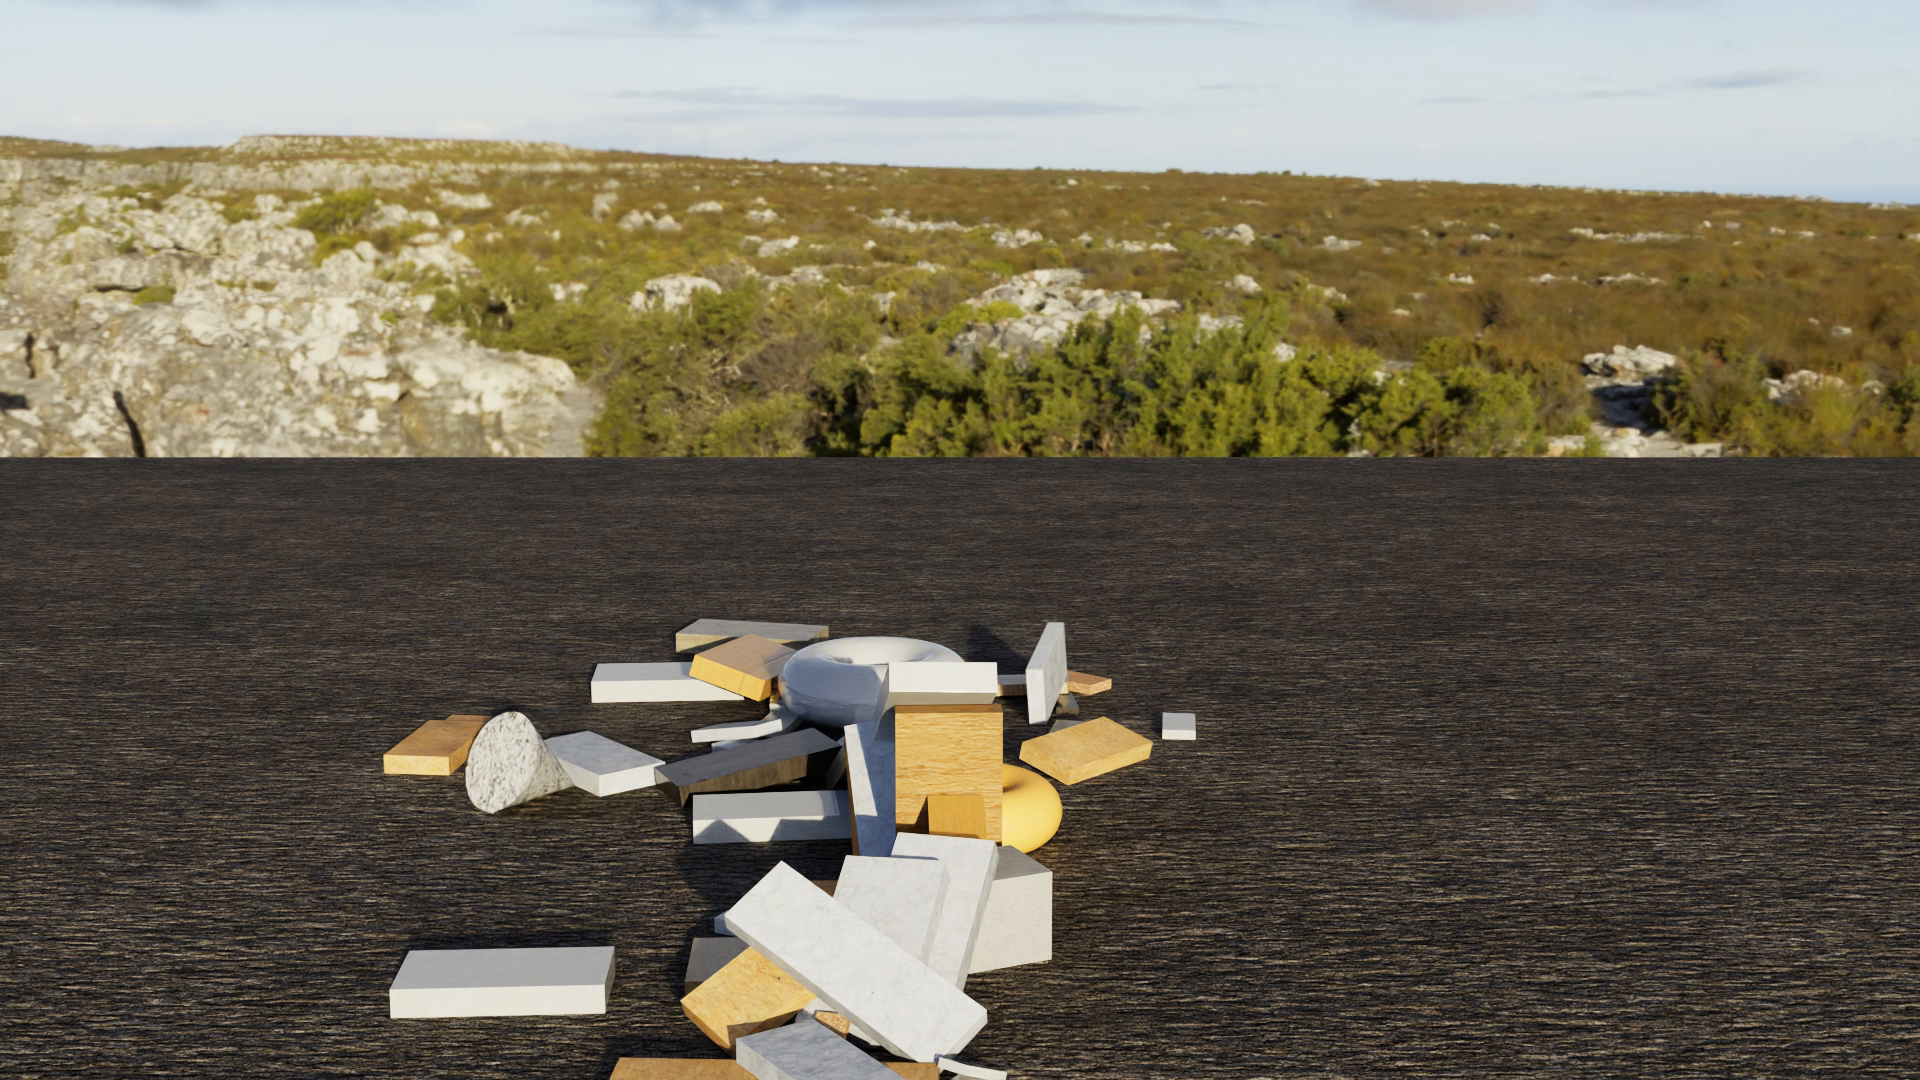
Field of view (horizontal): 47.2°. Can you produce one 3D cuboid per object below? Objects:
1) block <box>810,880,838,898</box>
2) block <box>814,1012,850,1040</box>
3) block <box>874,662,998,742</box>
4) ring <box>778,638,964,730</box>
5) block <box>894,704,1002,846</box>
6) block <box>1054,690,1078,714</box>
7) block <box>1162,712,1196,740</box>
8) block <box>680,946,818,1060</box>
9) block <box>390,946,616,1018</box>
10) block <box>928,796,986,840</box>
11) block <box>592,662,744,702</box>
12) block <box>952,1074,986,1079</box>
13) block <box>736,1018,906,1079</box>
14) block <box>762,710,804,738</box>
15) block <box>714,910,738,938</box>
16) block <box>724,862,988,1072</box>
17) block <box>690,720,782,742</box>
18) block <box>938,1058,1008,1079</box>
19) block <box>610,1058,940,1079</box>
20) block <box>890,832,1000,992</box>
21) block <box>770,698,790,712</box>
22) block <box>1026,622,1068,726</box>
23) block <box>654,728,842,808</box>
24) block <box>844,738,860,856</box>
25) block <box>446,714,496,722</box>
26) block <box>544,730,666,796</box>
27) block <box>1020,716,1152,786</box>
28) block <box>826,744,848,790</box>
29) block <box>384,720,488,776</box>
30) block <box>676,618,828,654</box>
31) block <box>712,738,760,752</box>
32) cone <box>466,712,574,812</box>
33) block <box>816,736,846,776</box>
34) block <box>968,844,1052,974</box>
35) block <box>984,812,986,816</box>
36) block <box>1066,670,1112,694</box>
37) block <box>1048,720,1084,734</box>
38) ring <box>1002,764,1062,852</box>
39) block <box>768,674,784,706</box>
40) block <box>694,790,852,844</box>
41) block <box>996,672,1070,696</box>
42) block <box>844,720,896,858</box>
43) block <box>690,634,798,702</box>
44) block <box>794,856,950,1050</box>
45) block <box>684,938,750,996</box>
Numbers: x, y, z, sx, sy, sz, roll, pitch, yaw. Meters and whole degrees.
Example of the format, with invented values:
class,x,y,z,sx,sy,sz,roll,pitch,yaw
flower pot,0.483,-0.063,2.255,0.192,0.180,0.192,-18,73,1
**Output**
class,x,y,z,sx,sy,sz,roll,pitch,yaw
block,-0.216,0.592,3.422,0.132,0.037,0.265,-1,11,-4
block,-0.183,0.686,2.996,0.047,0.013,0.094,2,40,13
block,-0.045,0.270,3.629,0.171,0.048,0.342,1,-18,-6
ring,-0.182,0.308,4.735,0.419,0.140,0.419,0,10,0
block,-0.018,0.438,3.551,0.171,0.342,0.048,0,12,-2
block,0.229,0.359,4.871,0.050,0.014,0.142,-1,11,-5
block,0.464,0.395,4.666,0.069,0.020,0.138,1,11,5
block,-0.261,0.616,3.083,0.236,0.033,0.118,-35,46,-26
block,-0.668,0.649,3.233,0.305,0.043,0.153,-1,11,-3
block,-0.004,0.456,3.438,0.089,0.025,0.177,0,24,-2
block,-0.658,0.321,4.988,0.337,0.048,0.168,-1,11,-4
block,0.030,0.726,2.899,0.094,0.013,0.047,6,12,29
block,-0.182,0.687,2.848,0.118,0.033,0.236,-7,13,-33
block,-0.386,0.392,4.683,0.069,0.020,0.138,2,11,12
block,-0.264,0.615,3.470,0.240,0.024,0.086,6,12,28
block,-0.147,0.592,3.041,0.382,0.033,0.118,31,56,27
block,-0.462,0.394,4.546,0.172,0.024,0.086,-7,1,34
block,0.017,0.703,2.918,0.047,0.013,0.094,6,-13,37
block,-0.243,0.721,2.858,0.427,0.037,0.132,0,11,2
block,-0.052,0.568,3.222,0.153,0.043,0.305,3,45,16
block,-0.343,0.359,4.852,0.079,0.022,0.158,6,12,29
block,0.190,0.290,4.805,0.037,0.129,0.258,0,21,13
block,-0.408,0.439,4.259,0.334,0.042,0.147,-12,15,-24
block,-0.112,0.455,3.792,0.153,0.043,0.307,-9,42,1
block,-1.014,0.394,4.664,0.157,0.022,0.079,1,11,7
block,-0.725,0.441,4.358,0.147,0.042,0.294,-9,14,-39
block,0.253,0.420,4.402,0.129,0.037,0.258,26,25,37
block,-0.152,0.417,4.086,0.153,0.043,0.307,-4,-17,-12
block,-1.061,0.421,4.476,0.132,0.037,0.265,1,11,6
block,-0.509,0.244,5.404,0.337,0.048,0.168,3,11,14
block,-0.416,0.433,4.448,0.086,0.024,0.172,-9,14,-41
cone,-0.805,0.447,4.202,0.193,0.193,0.193,9,-13,41
block,-0.187,0.429,4.438,0.129,0.037,0.258,3,11,16
block,0.047,0.568,3.398,0.141,0.141,0.141,-5,12,-25
block,-0.004,0.525,3.532,0.089,0.177,0.025,0,11,-2
block,0.260,0.324,5.041,0.157,0.022,0.079,9,14,40
block,0.230,0.410,4.567,0.088,0.025,0.176,2,11,11
ring,0.014,0.482,3.946,0.340,0.113,0.340,1,10,0
block,-0.386,0.324,4.905,0.020,0.069,0.138,19,15,11
block,-0.332,0.504,4.014,0.307,0.043,0.153,-1,11,-7
block,0.101,0.328,4.965,0.291,0.025,0.088,-3,11,5
block,-0.094,0.440,3.736,0.171,0.048,0.342,-11,42,0
block,-0.463,0.284,4.959,0.168,0.048,0.376,19,9,11
block,-0.122,0.586,3.145,0.153,0.043,0.305,1,42,14
block,-0.363,0.643,3.314,0.089,0.025,0.177,0,11,-2
